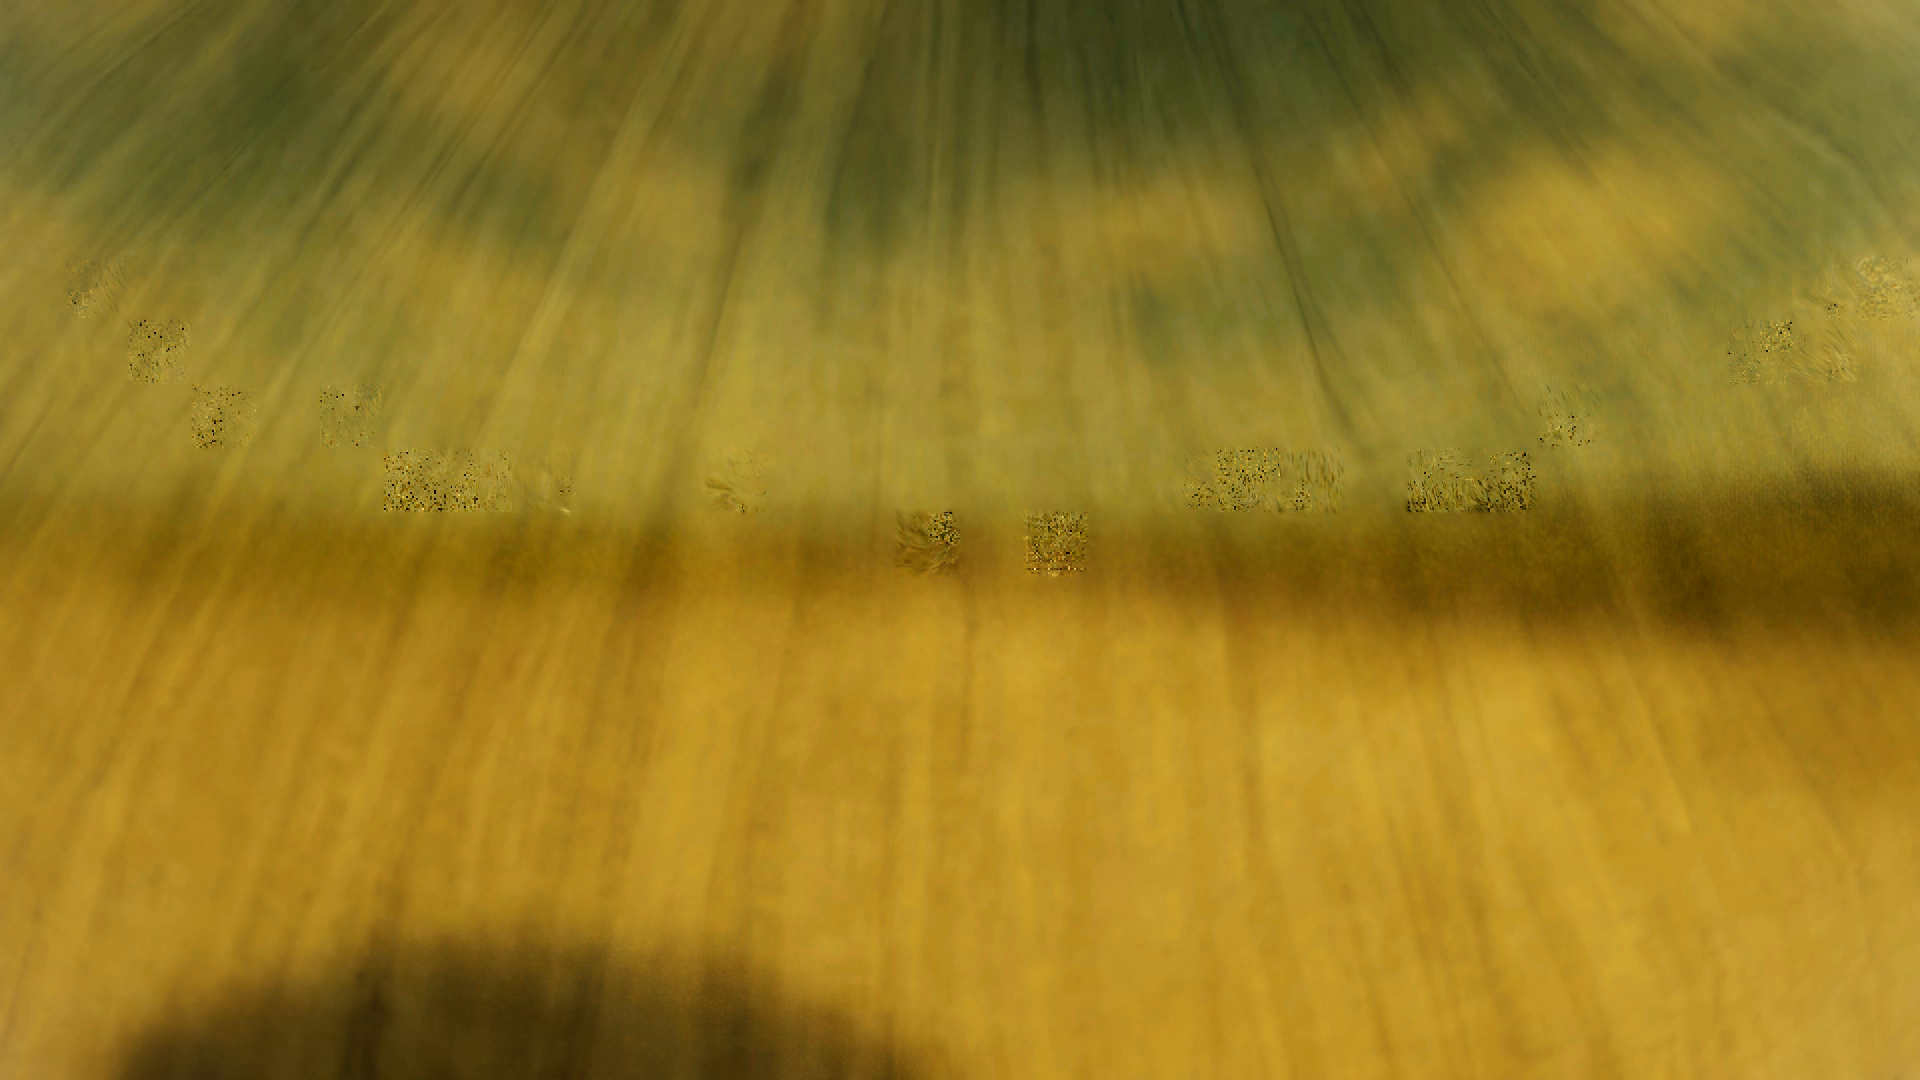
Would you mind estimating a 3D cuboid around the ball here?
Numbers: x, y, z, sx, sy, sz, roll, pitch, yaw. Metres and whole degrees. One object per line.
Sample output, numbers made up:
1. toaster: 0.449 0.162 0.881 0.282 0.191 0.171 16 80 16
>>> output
1. ball: 0.000 -0.002 0.056 0.080 0.080 0.080 0 4 0
